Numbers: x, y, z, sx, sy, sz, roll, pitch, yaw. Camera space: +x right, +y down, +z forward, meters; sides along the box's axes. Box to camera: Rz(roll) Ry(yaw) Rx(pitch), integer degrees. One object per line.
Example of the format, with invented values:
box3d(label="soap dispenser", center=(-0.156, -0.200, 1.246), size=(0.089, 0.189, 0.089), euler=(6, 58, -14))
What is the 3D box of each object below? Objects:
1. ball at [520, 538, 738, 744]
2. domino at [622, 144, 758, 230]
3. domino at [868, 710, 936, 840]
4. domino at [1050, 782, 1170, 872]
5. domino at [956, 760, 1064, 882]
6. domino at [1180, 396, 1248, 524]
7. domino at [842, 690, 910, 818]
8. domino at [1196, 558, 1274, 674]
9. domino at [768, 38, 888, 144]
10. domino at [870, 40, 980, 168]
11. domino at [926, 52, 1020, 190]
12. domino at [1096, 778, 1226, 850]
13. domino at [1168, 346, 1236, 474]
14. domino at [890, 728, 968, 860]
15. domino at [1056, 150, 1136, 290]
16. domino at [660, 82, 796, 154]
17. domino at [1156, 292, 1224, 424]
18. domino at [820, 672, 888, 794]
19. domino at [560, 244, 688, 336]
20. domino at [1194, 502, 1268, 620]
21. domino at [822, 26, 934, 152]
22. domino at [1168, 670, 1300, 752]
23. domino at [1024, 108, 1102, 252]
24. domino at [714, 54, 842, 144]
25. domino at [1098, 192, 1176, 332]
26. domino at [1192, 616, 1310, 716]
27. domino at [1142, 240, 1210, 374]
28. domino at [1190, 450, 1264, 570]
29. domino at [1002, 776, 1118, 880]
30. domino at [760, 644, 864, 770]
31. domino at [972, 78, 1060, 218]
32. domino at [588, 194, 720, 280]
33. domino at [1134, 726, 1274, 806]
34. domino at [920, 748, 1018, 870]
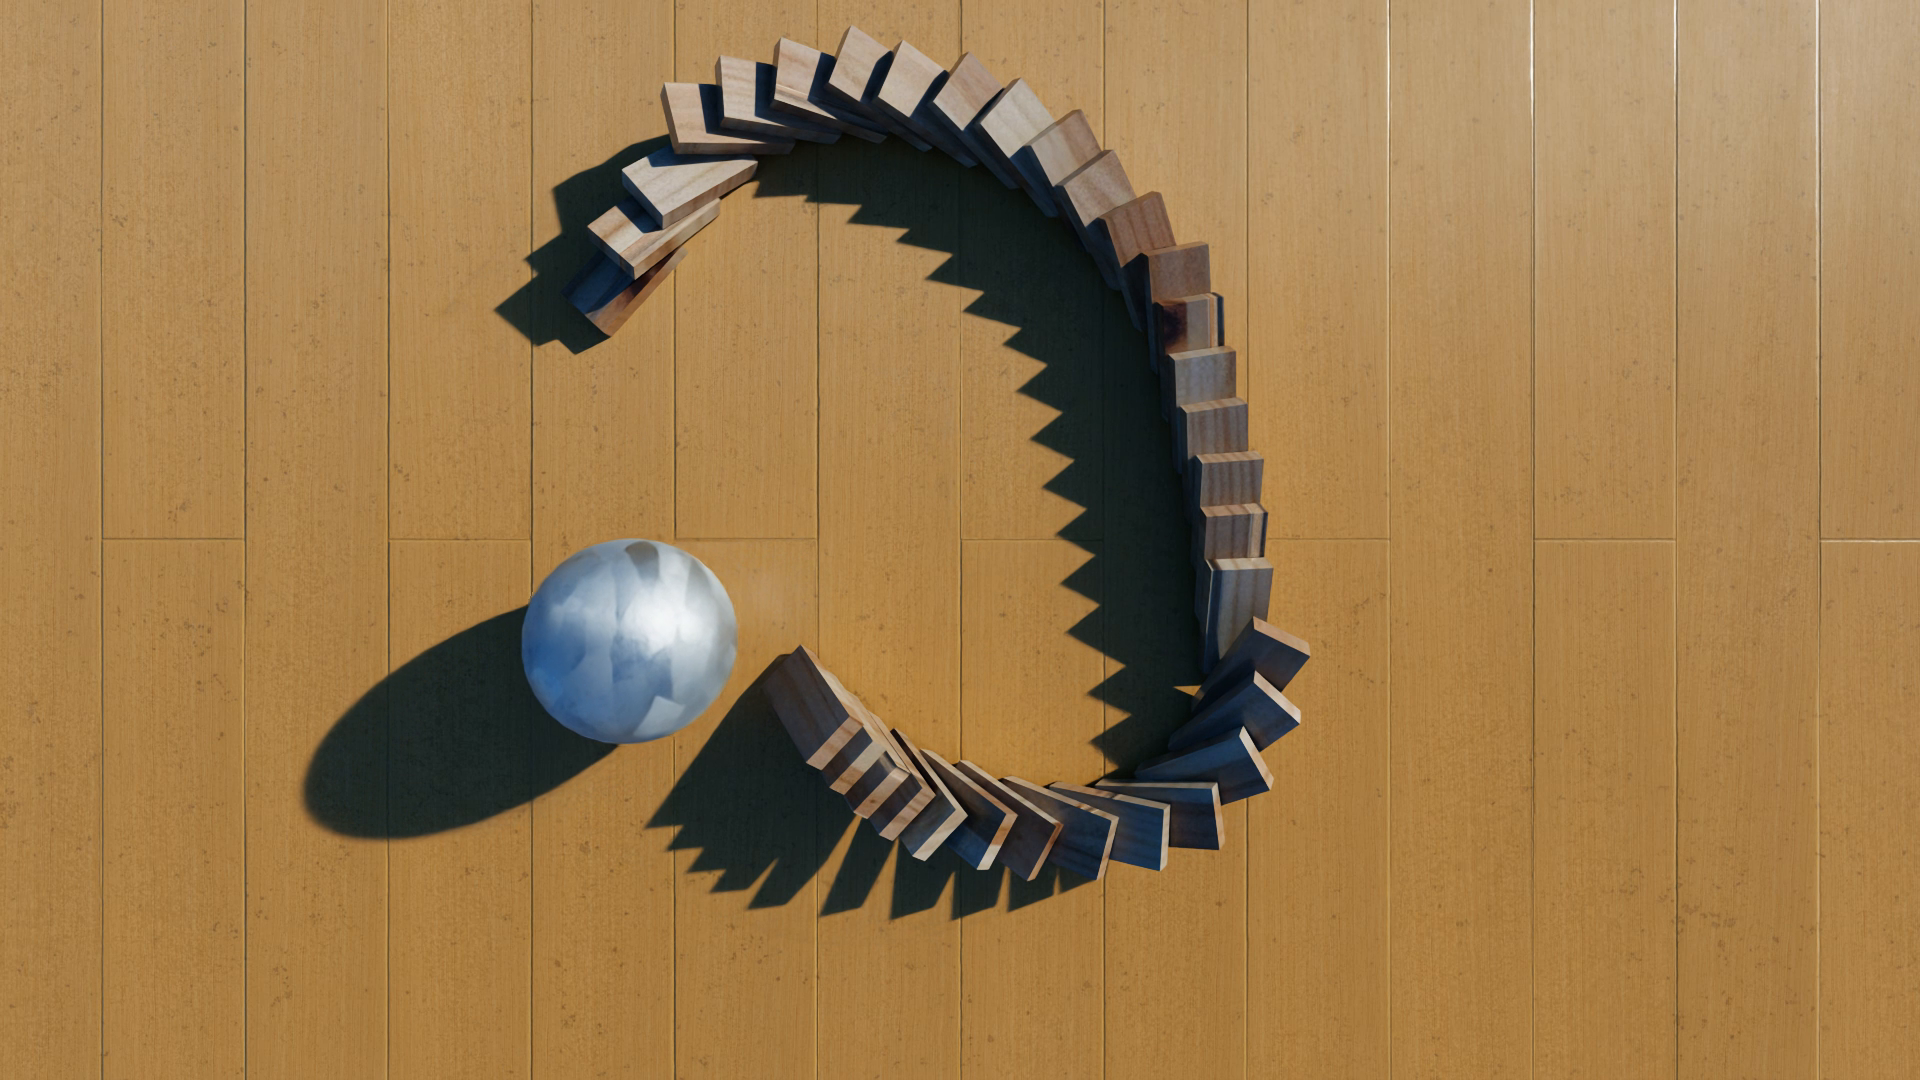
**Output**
box3d(label="ball", center=(-0.128, 0.039, 0.360), size=(0.080, 0.080, 0.080), euler=(0, 90, 0))
box3d(label="domino", center=(-0.113, -0.154, 0.385), size=(0.050, 0.010, 0.025), euler=(-42, 90, -25))
box3d(label="domino", center=(-0.033, 0.096, 0.379), size=(0.025, 0.050, 0.009), euler=(-47, 135, 0))
box3d(label="domino", center=(0.062, 0.119, 0.384), size=(0.050, 0.010, 0.025), euler=(4, 91, 29))
box3d(label="domino", center=(0.015, 0.117, 0.384), size=(0.050, 0.009, 0.025), euler=(28, 90, 28))
box3d(label="domino", center=(0.107, -0.033, 0.385), size=(0.025, 0.009, 0.050), euler=(-9, 116, 0))
box3d(label="domino", center=(-0.043, 0.087, 0.379), size=(0.025, 0.050, 0.010), euler=(-46, 134, 0))
box3d(label="domino", center=(0.115, 0.032, 0.385), size=(0.025, 0.010, 0.050), euler=(-3, 116, 0))
box3d(label="domino", center=(-0.054, -0.187, 0.384), size=(0.050, 0.010, 0.025), euler=(6, 90, -28))
box3d(label="domino", center=(-0.010, -0.182, 0.384), size=(0.050, 0.009, 0.025), euler=(24, 90, -28))
box3d(label="domino", center=(0.013, -0.175, 0.384), size=(0.050, 0.009, 0.025), euler=(36, 90, -28))
box3d(label="domino", center=(0.083, 0.114, 0.383), size=(0.050, 0.010, 0.025), euler=(-7, 91, 30))
box3d(label="domino", center=(0.102, -0.054, 0.385), size=(0.025, 0.009, 0.050), euler=(-9, 117, 0))
box3d(label="domino", center=(-0.021, 0.104, 0.380), size=(0.025, 0.010, 0.050), euler=(-47, 48, 0))
box3d(label="domino", center=(0.064, -0.134, 0.384), size=(0.025, 0.009, 0.050), euler=(-36, 117, 0))
box3d(label="domino", center=(-0.097, -0.176, 0.384), size=(0.050, 0.009, 0.025), euler=(-13, 89, -29))
box3d(label="domino", center=(0.097, -0.076, 0.384), size=(0.025, 0.009, 0.050), euler=(-10, 117, -1))
box3d(label="domino", center=(-0.053, 0.078, 0.379), size=(0.025, 0.050, 0.009), euler=(-47, 134, 0))
box3d(label="domino", center=(-0.144, -0.115, 0.395), size=(0.025, 0.009, 0.050), euler=(42, 90, 0))
box3d(label="domino", center=(0.113, 0.010, 0.385), size=(0.025, 0.010, 0.050), euler=(-4, 116, 0))
box3d(label="domino", center=(-0.030, -0.188, 0.384), size=(0.050, 0.010, 0.025), euler=(22, 90, -28))
box3d(label="domino", center=(0.114, 0.079, 0.383), size=(0.025, 0.010, 0.050), euler=(42, 120, 0))
box3d(label="domino", center=(0.050, -0.150, 0.384), size=(0.025, 0.010, 0.050), euler=(-36, 117, 0))
box3d(label="domino", center=(-0.076, -0.184, 0.384), size=(0.050, 0.009, 0.025), euler=(-4, 90, -29))
box3d(label="domino", center=(0.078, -0.116, 0.384), size=(0.025, 0.009, 0.050), euler=(-26, 118, 0))
box3d(label="domino", center=(0.121, 0.058, 0.383), size=(0.025, 0.009, 0.050), euler=(26, 121, 0))
box3d(label="domino", center=(0.092, -0.097, 0.384), size=(0.025, 0.010, 0.050), euler=(-12, 117, -1))
box3d(label="domino", center=(0.112, -0.012, 0.385), size=(0.025, 0.009, 0.050), euler=(-4, 116, -1))
box3d(label="domino", center=(0.039, 0.120, 0.384), size=(0.050, 0.009, 0.025), euler=(15, 90, 28))
box3d(label="domino", center=(-0.062, 0.068, 0.379), size=(0.025, 0.050, 0.009), euler=(-47, 134, 0))
box3d(label="domino", center=(0.031, -0.164, 0.384), size=(0.025, 0.009, 0.050), euler=(-48, 118, 0))
box3d(label="domino", center=(-0.128, -0.135, 0.386), size=(0.025, 0.010, 0.050), euler=(41, 66, -1))
box3d(label="domino", center=(0.101, 0.099, 0.383), size=(0.050, 0.010, 0.025), euler=(-30, 90, 31))
box3d(label="domino", center=(-0.003, 0.111, 0.381), size=(0.050, 0.009, 0.025), euler=(28, 90, 36))
